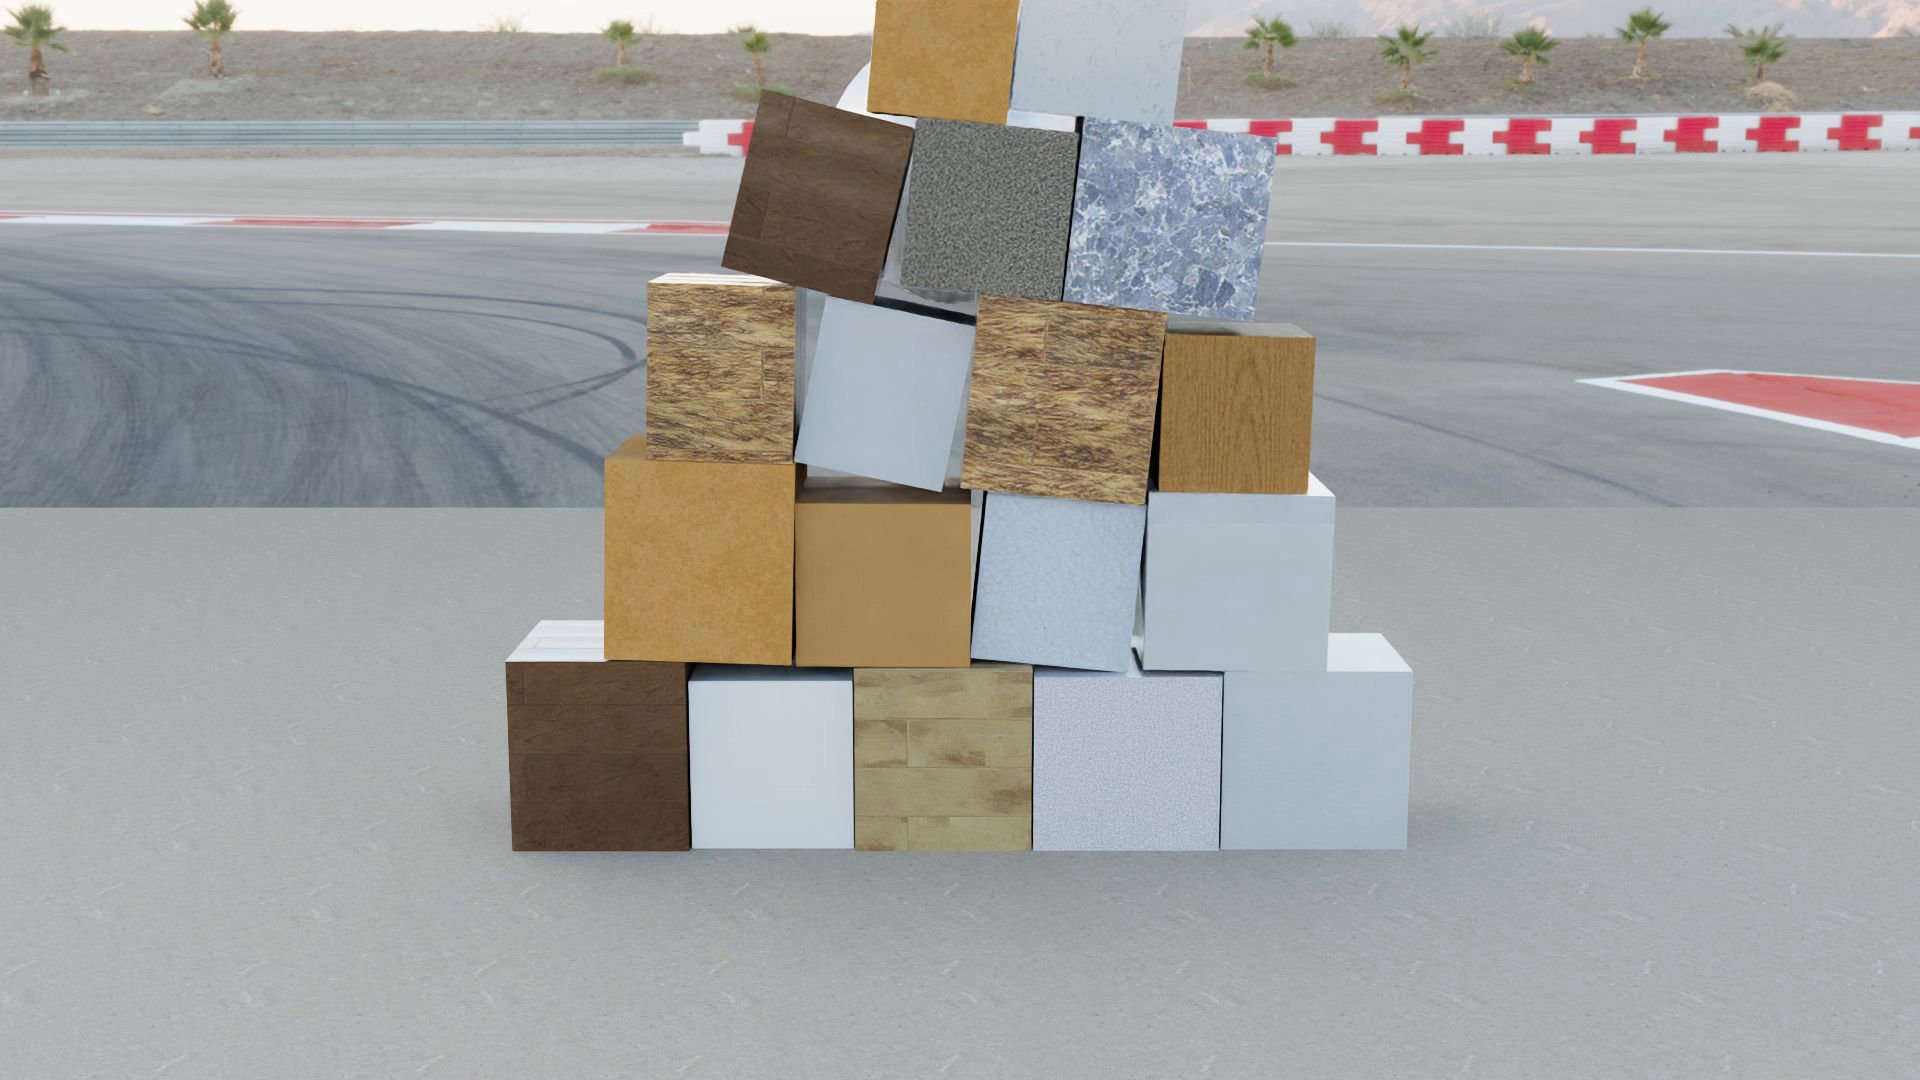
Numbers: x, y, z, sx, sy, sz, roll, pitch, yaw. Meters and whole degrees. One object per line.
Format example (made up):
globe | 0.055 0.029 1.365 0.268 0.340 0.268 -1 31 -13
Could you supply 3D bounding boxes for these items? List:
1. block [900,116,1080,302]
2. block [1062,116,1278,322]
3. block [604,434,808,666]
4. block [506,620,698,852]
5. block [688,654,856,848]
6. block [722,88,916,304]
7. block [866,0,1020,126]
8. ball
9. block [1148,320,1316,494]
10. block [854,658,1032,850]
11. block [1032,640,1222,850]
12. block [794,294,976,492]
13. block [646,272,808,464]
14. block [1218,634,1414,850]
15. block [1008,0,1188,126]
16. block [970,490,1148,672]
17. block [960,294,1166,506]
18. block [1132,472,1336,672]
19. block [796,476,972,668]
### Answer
block | 0.139 -1.645 10.868 0.774 0.800 0.787 6 10 -1
block | 0.999 -1.597 10.873 0.921 0.875 0.821 6 10 -1
block | -1.275 0.030 11.188 0.921 0.992 0.935 2 10 0
block | -1.797 0.994 11.373 0.883 0.976 0.937 0 10 0
block | -0.939 1.052 11.368 0.813 0.864 0.812 0 10 0
block | -0.680 -1.699 10.871 0.747 0.865 0.749 14 10 -2
block | -0.073 -2.477 10.727 0.669 0.837 0.744 6 10 -1
ball | 0.000 -2.187 12.891 1.600 1.600 1.600 0 10 0
block | 1.342 -0.677 11.045 0.730 0.769 0.780 1 11 0
block | -0.083 1.018 11.350 0.880 0.936 0.865 0 10 0
block | 0.831 1.035 11.380 0.929 0.892 0.915 0 10 0
block | -0.367 -0.772 11.059 0.738 0.826 0.738 12 10 -2
block | -1.156 -0.875 11.016 0.710 0.857 0.815 2 10 0
block | 1.773 1.024 11.368 0.933 0.917 0.853 0 10 0
block | 0.669 -2.470 10.736 0.776 0.809 0.714 6 10 -1
block | 0.484 0.140 11.217 0.786 0.854 0.730 6 10 -1
block | 0.498 -0.748 11.047 0.903 0.948 0.835 6 10 -1
block | 1.365 0.136 11.185 0.905 0.880 0.856 1 10 0
block | -0.377 0.147 11.227 0.860 0.816 0.875 0 10 0
